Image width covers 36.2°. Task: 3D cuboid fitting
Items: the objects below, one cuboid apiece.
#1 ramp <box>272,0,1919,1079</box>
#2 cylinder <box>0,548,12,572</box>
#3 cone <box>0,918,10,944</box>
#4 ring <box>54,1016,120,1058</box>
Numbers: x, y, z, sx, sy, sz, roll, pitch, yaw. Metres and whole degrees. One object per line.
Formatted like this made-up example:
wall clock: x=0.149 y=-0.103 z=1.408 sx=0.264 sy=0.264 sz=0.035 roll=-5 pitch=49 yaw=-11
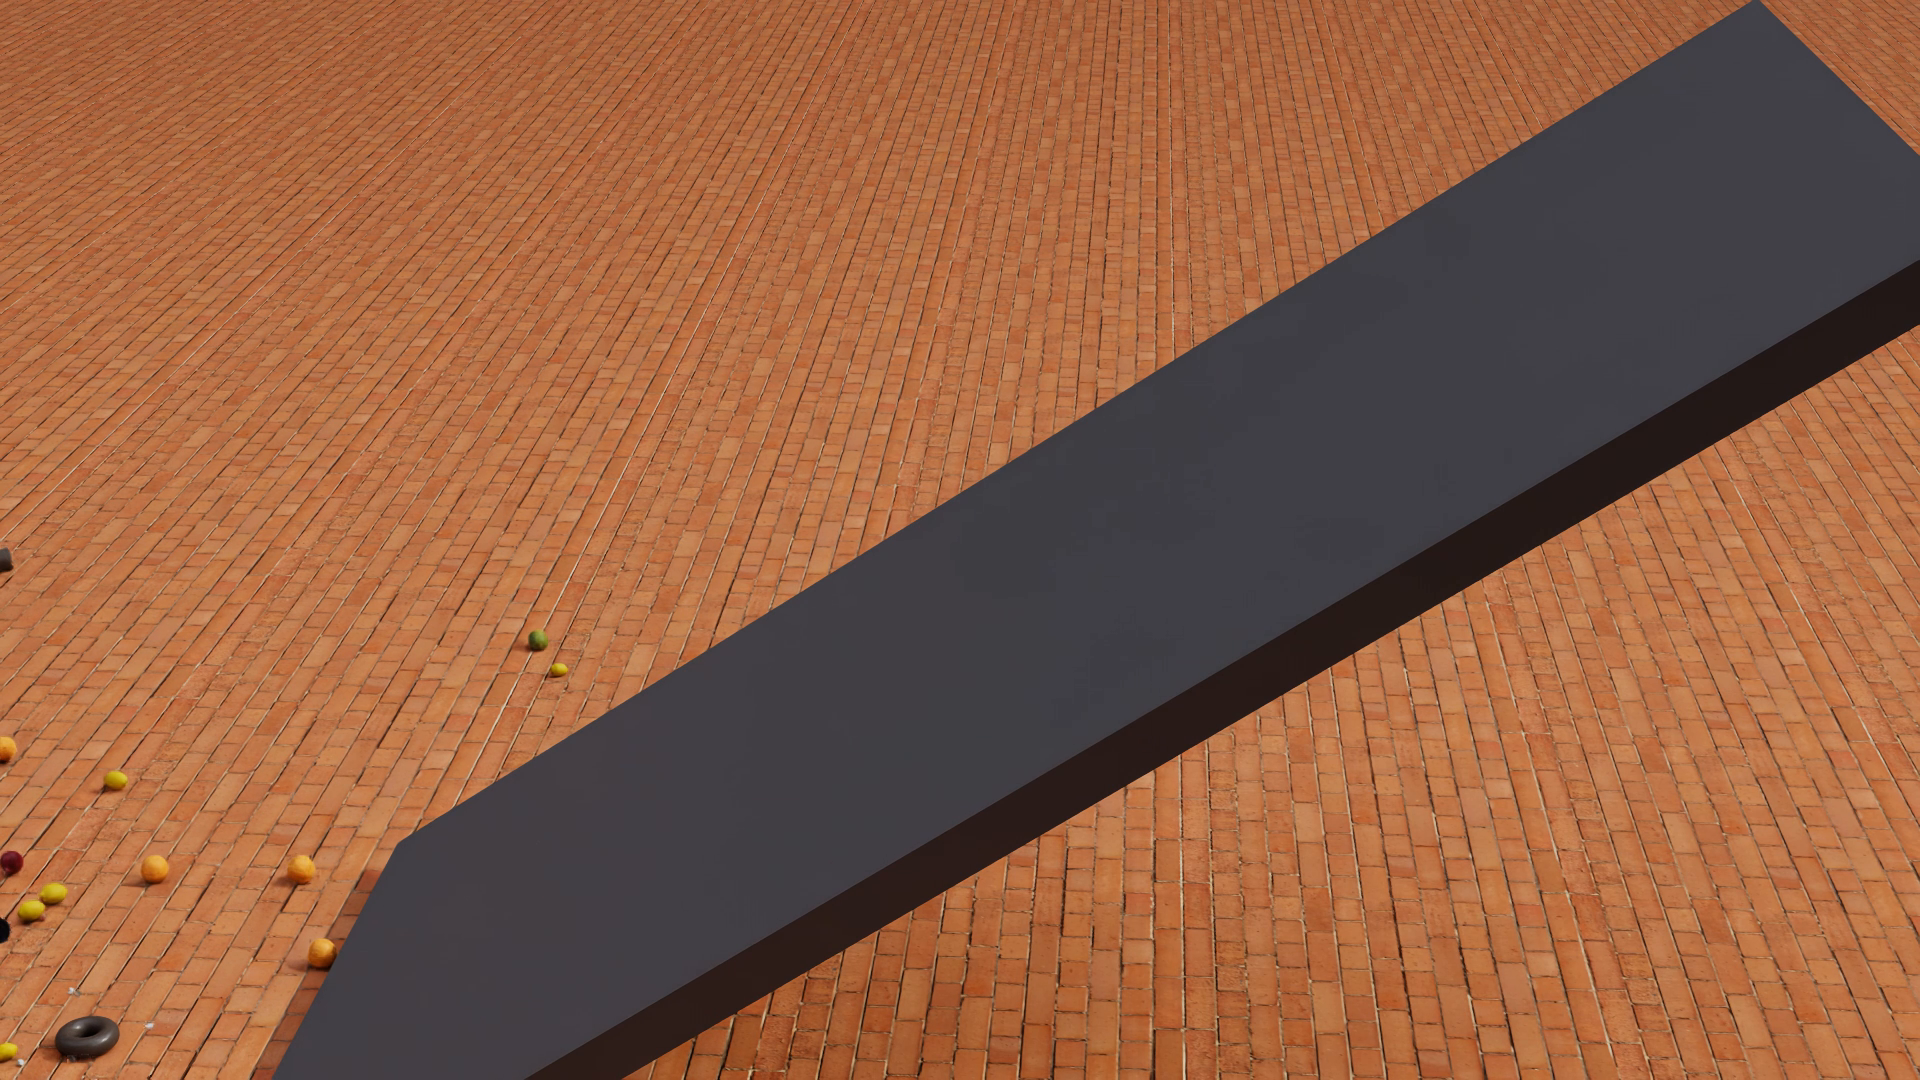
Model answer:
ramp: x=0.137 y=0.172 z=6.301 sx=4.000 sy=0.100 sz=2.000 roll=-32 pitch=16 yaw=14
cylinder: x=-3.186 y=0.070 z=9.738 sx=0.077 sy=0.077 sz=0.077 roll=-12 pitch=24 yaw=-27
cone: x=-2.408 y=0.984 z=7.412 sx=0.066 sy=0.066 sz=0.066 roll=3 pitch=-5 yaw=9
ring: x=-2.049 y=1.167 z=6.906 sx=0.148 sy=0.049 sz=0.148 roll=-1 pitch=22 yaw=0
